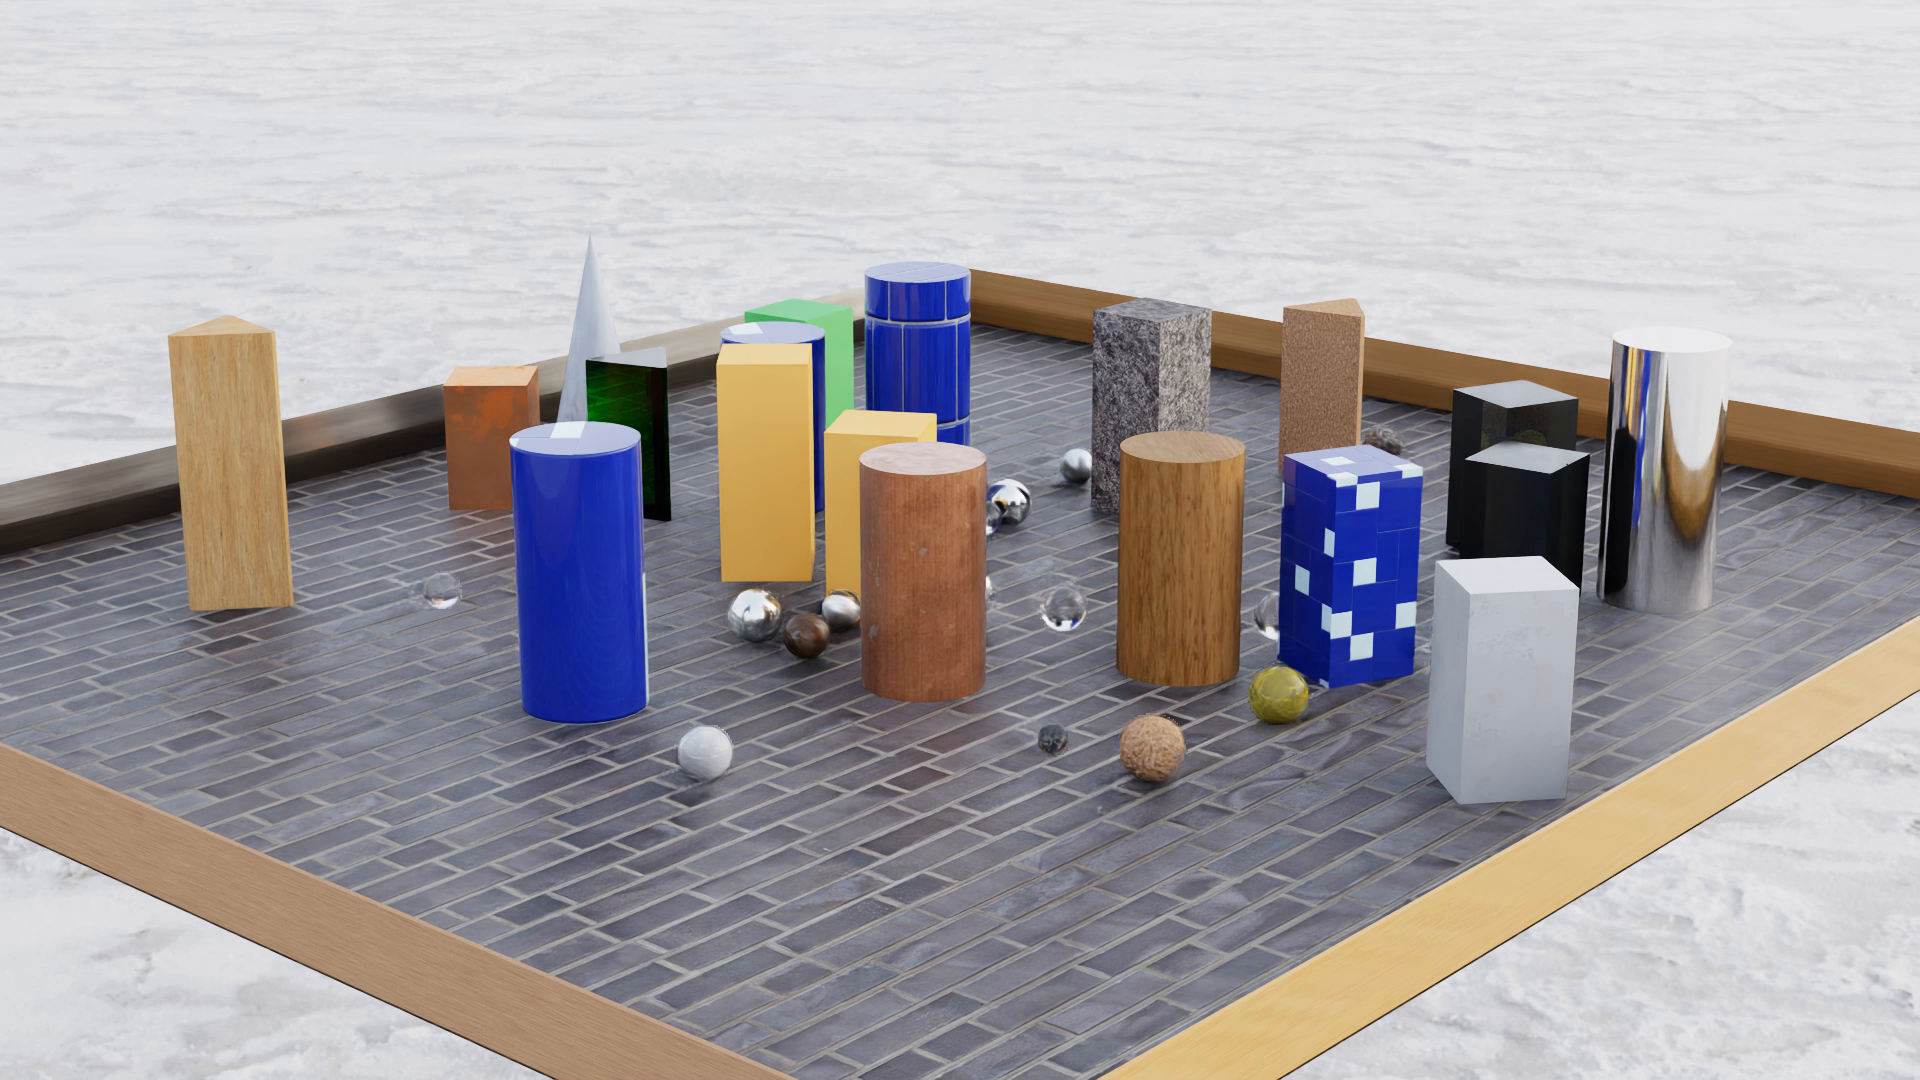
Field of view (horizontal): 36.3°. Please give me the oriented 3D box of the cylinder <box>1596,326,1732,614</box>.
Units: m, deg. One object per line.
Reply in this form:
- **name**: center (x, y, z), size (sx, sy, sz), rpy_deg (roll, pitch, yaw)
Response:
- **cylinder**: center (1.213, -0.122, 5.061), size (0.199, 0.460, 0.199), rpy_deg (0, 17, 0)

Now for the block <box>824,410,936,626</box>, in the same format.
- **block**: center (-0.133, -0.036, 4.994), size (0.159, 0.336, 0.159), rpy_deg (3, 17, 10)

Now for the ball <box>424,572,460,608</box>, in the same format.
- **ball**: center (-0.893, 0.088, 5.056), size (0.063, 0.063, 0.063), rpy_deg (0, 17, 0)

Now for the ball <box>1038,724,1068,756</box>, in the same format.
- **ball**: center (0.139, 0.298, 4.384), size (0.046, 0.046, 0.046), rpy_deg (0, 17, 0)

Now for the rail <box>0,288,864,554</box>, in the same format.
- **rail**: center (-1.099, -0.243, 6.034), size (0.045, 0.129, 3.380), rpy_deg (14, 22, 39)

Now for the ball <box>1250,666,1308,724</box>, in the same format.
- **ball**: center (0.491, 0.238, 4.511), size (0.089, 0.089, 0.089), rpy_deg (0, 17, 0)

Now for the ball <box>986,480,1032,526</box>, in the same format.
- **ball**: center (0.091, -0.071, 5.538), size (0.088, 0.088, 0.088), rpy_deg (0, 17, 0)

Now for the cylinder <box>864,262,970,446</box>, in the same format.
- **cylinder**: center (-0.080, -0.278, 5.562), size (0.199, 0.470, 0.199), rpy_deg (0, 17, 0)

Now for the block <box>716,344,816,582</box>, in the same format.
- **block**: center (-0.344, -0.139, 5.230), size (0.159, 0.396, 0.159), rpy_deg (0, 17, 0)

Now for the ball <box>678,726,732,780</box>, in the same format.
- **ball**: center (-0.373, 0.312, 4.282), size (0.080, 0.080, 0.080), rpy_deg (0, 17, 0)

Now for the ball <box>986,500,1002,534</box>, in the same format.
- **ball**: center (0.047, -0.042, 5.483), size (0.065, 0.065, 0.065), rpy_deg (0, 17, 0)

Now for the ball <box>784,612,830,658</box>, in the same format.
- **ball**: center (-0.251, 0.156, 4.804), size (0.077, 0.077, 0.077), rpy_deg (0, 17, 0)

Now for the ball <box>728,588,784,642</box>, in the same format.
- **ball**: center (-0.340, 0.126, 4.881), size (0.091, 0.091, 0.091), rpy_deg (0, 17, 0)

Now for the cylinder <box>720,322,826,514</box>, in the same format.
- **cylinder**: center (-0.357, -0.231, 5.629), size (0.199, 0.342, 0.199), rpy_deg (0, 17, 0)

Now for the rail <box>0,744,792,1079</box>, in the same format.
- **rail**: center (-1.092, 0.395, 3.915), size (2.960, 0.129, 0.045), rpy_deg (14, 22, 39)

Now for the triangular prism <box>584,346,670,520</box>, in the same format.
- **triangular prism**: center (-0.602, -0.209, 5.631), size (0.173, 0.299, 0.150), rpy_deg (7, 18, 22)

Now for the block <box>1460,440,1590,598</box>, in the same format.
- **block**: center (0.974, -0.020, 5.072), size (0.159, 0.259, 0.159), rpy_deg (12, 20, 34)

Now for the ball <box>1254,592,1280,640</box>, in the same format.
- **ball**: center (0.526, 0.126, 4.835), size (0.079, 0.079, 0.079), rpy_deg (0, 17, 0)

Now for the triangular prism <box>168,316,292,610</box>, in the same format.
- **triangular prism**: center (-1.253, -0.136, 5.067), size (0.173, 0.484, 0.150), rpy_deg (-3, 17, -9)

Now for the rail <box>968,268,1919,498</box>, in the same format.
- **rail**: center (1.092, -0.330, 6.324), size (2.960, 0.129, 0.045), rpy_deg (14, 22, 39)

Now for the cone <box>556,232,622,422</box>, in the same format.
- **cone**: center (-0.740, -0.394, 5.942), size (0.199, 0.473, 0.199), rpy_deg (0, 17, 0)

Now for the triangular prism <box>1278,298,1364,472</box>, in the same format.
- **triangular prism**: center (0.753, -0.306, 5.888), size (0.173, 0.338, 0.150), rpy_deg (10, 19, 29)

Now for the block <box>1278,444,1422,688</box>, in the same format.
- **block**: center (0.626, 0.040, 4.720), size (0.159, 0.347, 0.159), rpy_deg (-8, 18, -24)

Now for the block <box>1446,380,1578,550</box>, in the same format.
- **block**: center (1.007, -0.124, 5.356), size (0.159, 0.295, 0.159), rpy_deg (-8, 19, -26)

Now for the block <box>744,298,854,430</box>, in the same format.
- **block**: center (-0.333, -0.342, 6.103), size (0.159, 0.282, 0.159), rpy_deg (11, 20, 33)

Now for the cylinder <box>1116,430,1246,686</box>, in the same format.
- **cylinder**: center (0.354, 0.028, 4.721), size (0.199, 0.370, 0.199), rpy_deg (0, 17, 0)

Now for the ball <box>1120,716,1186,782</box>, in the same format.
- **ball**: center (0.281, 0.304, 4.278), size (0.096, 0.096, 0.096), rpy_deg (0, 17, 0)

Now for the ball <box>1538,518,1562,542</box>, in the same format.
- **ball**: center (1.094, -0.018, 5.442), size (0.042, 0.042, 0.042), rpy_deg (0, 17, 0)

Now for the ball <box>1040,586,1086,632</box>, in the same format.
- **ball**: center (0.174, 0.115, 4.939), size (0.077, 0.077, 0.077), rpy_deg (0, 17, 0)

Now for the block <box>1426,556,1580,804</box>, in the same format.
- **block**: center (0.782, 0.201, 4.240), size (0.159, 0.316, 0.159), rpy_deg (-3, 17, -8)

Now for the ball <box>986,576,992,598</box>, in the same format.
- **ball**: center (0.031, 0.082, 5.094), size (0.051, 0.051, 0.051), rpy_deg (0, 17, 0)

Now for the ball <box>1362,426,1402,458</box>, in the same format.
- **ball**: center (0.856, -0.189, 5.946), size (0.080, 0.080, 0.080), rpy_deg (0, 17, 0)

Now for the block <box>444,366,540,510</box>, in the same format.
- **block**: center (-0.904, -0.199, 5.690), size (0.159, 0.246, 0.159), rpy_deg (0, 17, 0)

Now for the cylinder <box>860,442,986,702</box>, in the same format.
- **cylinder**: center (-0.058, 0.049, 4.650), size (0.199, 0.371, 0.199), rpy_deg (0, 17, 0)

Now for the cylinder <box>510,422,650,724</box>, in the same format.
- **cylinder**: center (-0.588, 0.050, 4.545), size (0.199, 0.430, 0.199), rpy_deg (0, 17, 0)

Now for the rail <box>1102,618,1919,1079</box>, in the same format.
- **rail**: center (1.099, 0.308, 4.206), size (0.045, 0.129, 3.380), rpy_deg (14, 22, 39)

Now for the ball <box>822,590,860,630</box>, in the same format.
- **ball**: center (-0.200, 0.118, 4.933), size (0.067, 0.067, 0.067), rpy_deg (0, 17, 0)

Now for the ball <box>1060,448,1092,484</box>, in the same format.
- **ball**: center (0.234, -0.147, 5.821), size (0.070, 0.070, 0.070), rpy_deg (0, 17, 0)

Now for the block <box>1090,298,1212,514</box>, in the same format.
- **block**: center (0.365, -0.250, 5.609), size (0.159, 0.390, 0.159), rpy_deg (14, 22, 39)
